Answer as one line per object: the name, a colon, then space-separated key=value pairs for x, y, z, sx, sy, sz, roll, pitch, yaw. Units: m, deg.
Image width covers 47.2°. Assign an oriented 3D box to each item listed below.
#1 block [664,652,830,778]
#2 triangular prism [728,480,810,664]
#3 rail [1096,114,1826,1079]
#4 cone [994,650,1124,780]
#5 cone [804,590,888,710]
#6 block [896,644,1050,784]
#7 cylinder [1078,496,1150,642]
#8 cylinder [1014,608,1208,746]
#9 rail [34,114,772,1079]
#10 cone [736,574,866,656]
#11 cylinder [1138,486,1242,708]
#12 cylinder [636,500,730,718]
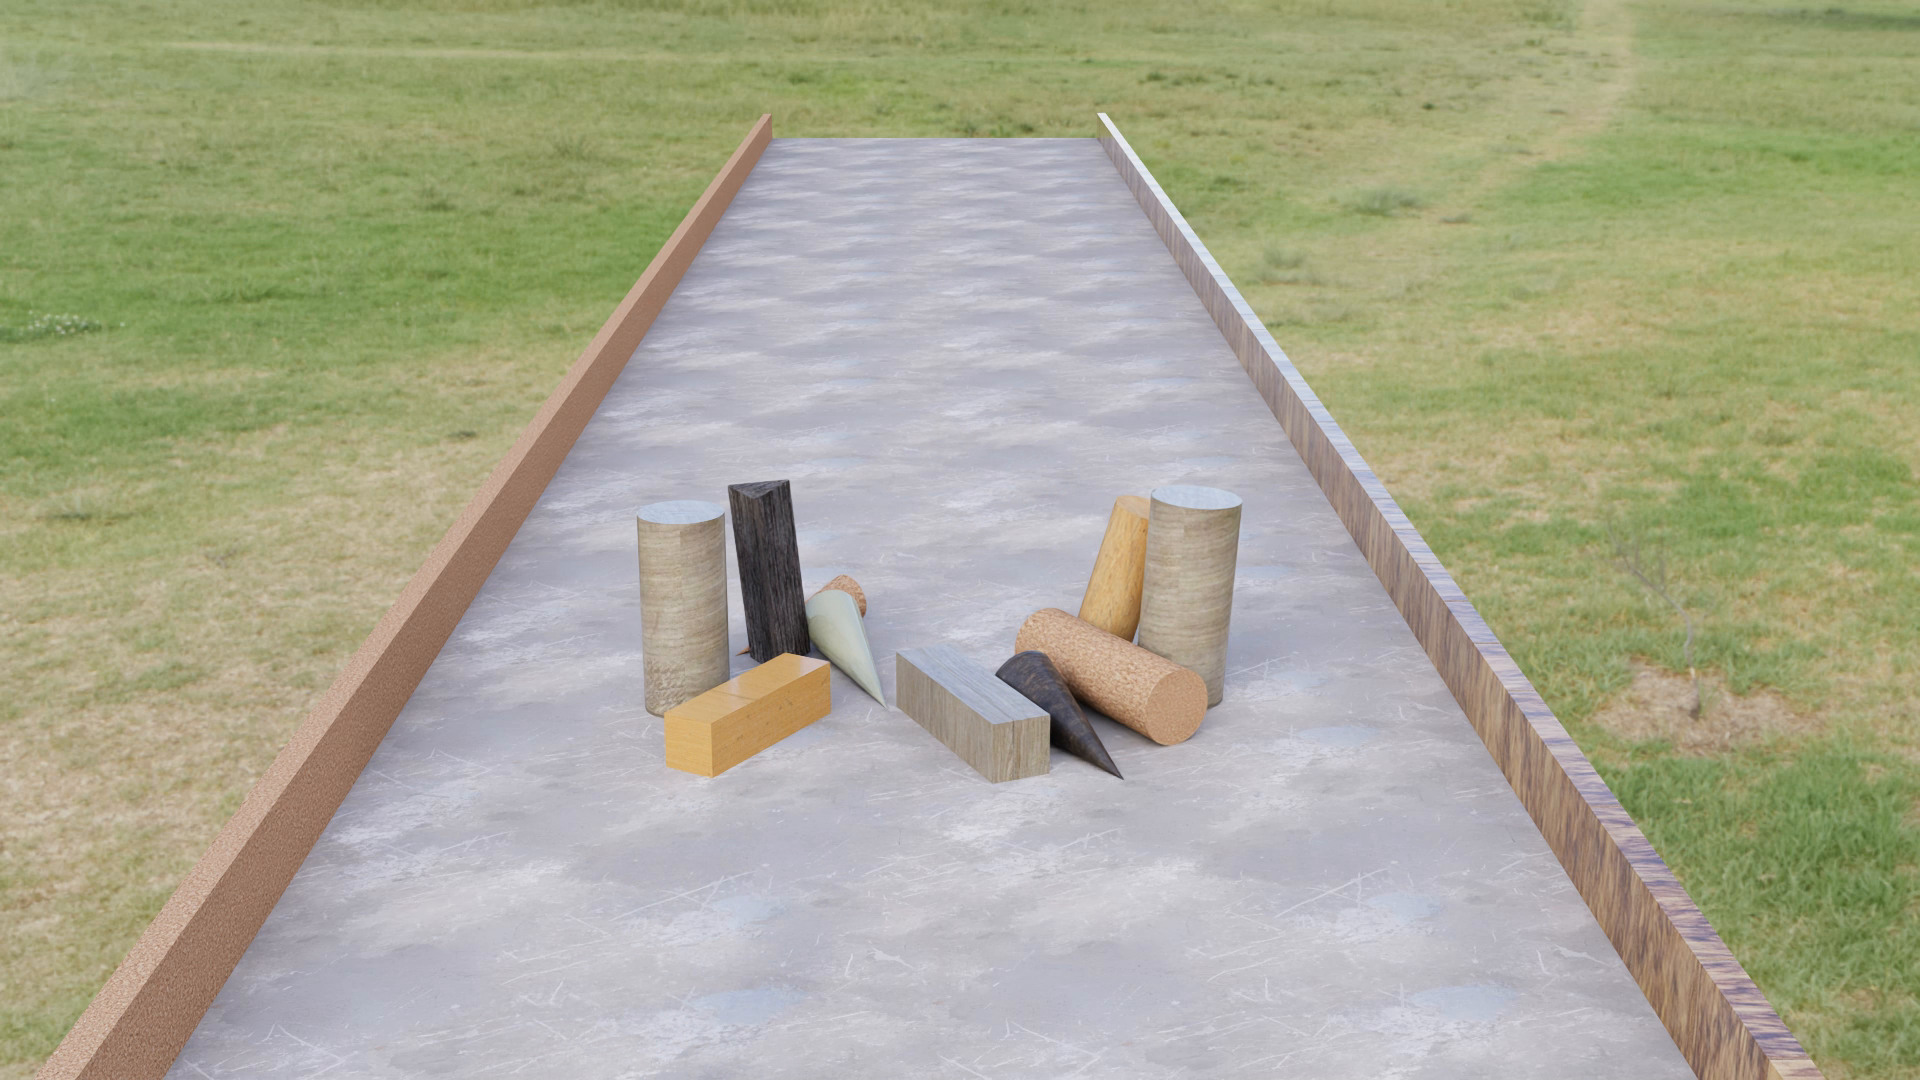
block: x=-0.381 y=0.314 z=3.993 sx=0.102 sy=0.102 sz=0.368 roll=10 pitch=19 yaw=29
triangular prism: x=-0.363 y=0.065 z=4.350 sx=0.103 sy=0.365 sz=0.119 roll=-16 pitch=22 yaw=-28
rail: x=0.932 y=-0.844 z=7.801 sx=0.050 sy=0.150 sz=12.000 roll=0 pitch=17 yaw=-1
cone: x=0.200 y=0.343 z=3.950 sx=0.143 sy=0.143 sz=0.345 roll=-10 pitch=31 yaw=-29
cone: x=-0.201 y=0.239 z=4.311 sx=0.128 sy=0.128 sz=0.380 roll=-6 pitch=27 yaw=-19
block: x=0.018 y=0.309 z=3.993 sx=0.110 sy=0.110 sz=0.416 roll=-8 pitch=18 yaw=-24
cylinder: x=0.315 y=0.086 z=4.325 sx=0.119 sy=0.330 sz=0.119 roll=15 pitch=21 yaw=-6
cylinder: x=0.278 y=0.251 z=4.130 sx=0.143 sy=0.143 sz=0.418 roll=-10 pitch=19 yaw=-31
rail: x=-1.118 y=-0.838 z=7.780 sx=0.050 sy=0.150 sz=12.000 roll=0 pitch=17 yaw=-1
cone: x=-0.344 y=0.178 z=4.538 sx=0.103 sy=0.103 sz=0.323 roll=16 pitch=32 yaw=42
cylinder: x=0.430 y=0.108 z=4.159 sx=0.171 sy=0.392 sz=0.171 roll=3 pitch=16 yaw=-1
cylinder: x=-0.516 y=0.131 z=4.120 sx=0.162 sy=0.381 sz=0.162 roll=0 pitch=17 yaw=0
